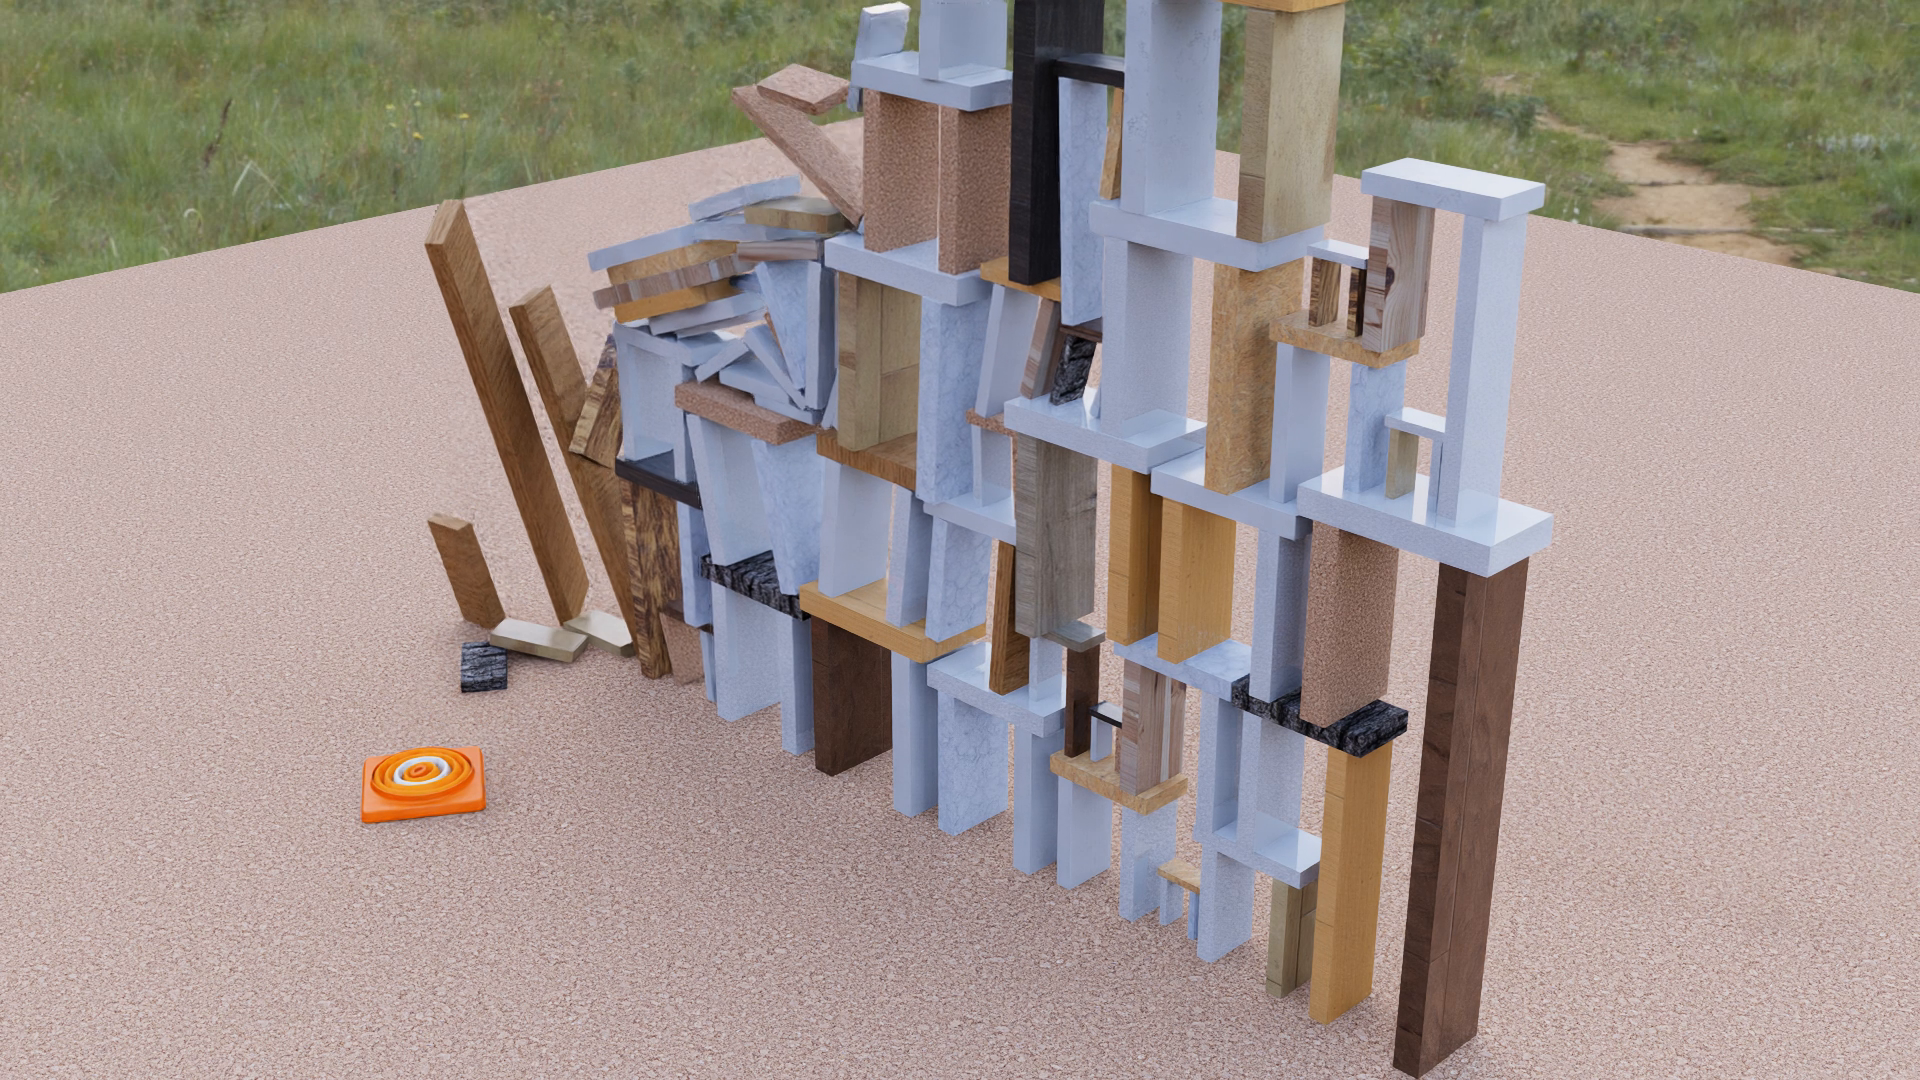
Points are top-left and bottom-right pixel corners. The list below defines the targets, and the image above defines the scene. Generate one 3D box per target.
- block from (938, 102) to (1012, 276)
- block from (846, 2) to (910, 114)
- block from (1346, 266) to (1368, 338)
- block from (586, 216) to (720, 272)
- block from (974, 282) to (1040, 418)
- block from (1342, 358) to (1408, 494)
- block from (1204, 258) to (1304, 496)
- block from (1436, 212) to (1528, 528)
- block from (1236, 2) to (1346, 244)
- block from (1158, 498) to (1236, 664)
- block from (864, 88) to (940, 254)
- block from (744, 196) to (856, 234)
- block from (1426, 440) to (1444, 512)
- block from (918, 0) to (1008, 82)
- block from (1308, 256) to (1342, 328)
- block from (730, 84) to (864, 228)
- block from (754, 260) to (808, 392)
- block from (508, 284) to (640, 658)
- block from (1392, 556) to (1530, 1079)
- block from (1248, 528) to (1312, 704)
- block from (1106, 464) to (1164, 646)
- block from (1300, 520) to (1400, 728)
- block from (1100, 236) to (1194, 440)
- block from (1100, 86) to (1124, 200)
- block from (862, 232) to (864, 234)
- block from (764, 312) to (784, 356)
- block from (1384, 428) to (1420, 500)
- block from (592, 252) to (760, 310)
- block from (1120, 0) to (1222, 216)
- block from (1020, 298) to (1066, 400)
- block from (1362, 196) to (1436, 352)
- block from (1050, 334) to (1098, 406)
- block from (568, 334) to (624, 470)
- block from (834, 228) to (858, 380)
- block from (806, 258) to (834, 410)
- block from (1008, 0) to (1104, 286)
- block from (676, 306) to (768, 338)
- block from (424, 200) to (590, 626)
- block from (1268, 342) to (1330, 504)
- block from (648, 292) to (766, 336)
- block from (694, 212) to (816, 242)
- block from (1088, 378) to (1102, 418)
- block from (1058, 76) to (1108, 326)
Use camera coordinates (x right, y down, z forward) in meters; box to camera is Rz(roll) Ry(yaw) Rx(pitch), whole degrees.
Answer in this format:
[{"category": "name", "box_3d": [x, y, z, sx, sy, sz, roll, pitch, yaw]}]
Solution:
[{"category": "block", "box_3d": [0.031, -0.635, 3.920, 0.042, 0.299, 0.149, 23, 32, 39]}, {"category": "block", "box_3d": [-0.150, -0.882, 4.020, 0.027, 0.192, 0.096, 36, 40, 31]}, {"category": "block", "box_3d": [0.623, -0.373, 3.394, 0.055, 0.111, 0.016, -21, 31, -40]}, {"category": "block", "box_3d": [-0.639, -0.625, 4.642, 0.286, 0.041, 0.143, -7, 12, 40]}, {"category": "block", "box_3d": [0.088, -0.353, 3.983, 0.098, 0.260, 0.028, -21, 41, -41]}, {"category": "block", "box_3d": [0.650, -0.187, 3.444, 0.105, 0.211, 0.030, -21, 31, -40]}, {"category": "block", "box_3d": [0.480, -0.280, 3.587, 0.049, 0.383, 0.173, 21, 31, 40]}, {"category": "block", "box_3d": [0.776, -0.258, 3.271, 0.034, 0.477, 0.118, 21, 31, 41]}, {"category": "block", "box_3d": [0.510, -0.652, 3.393, 0.050, 0.355, 0.178, 21, 31, 40]}, {"category": "block", "box_3d": [0.410, 0.050, 3.794, 0.042, 0.300, 0.150, 21, 31, 41]}, {"category": "block", "box_3d": [-0.108, -0.690, 4.045, 0.149, 0.299, 0.042, -21, 32, -41]}, {"category": "block", "box_3d": [-0.291, -0.634, 4.280, 0.126, 0.036, 0.255, -19, 23, -39]}, {"category": "block", "box_3d": [0.743, -0.105, 3.372, 0.016, 0.115, 0.058, 21, 31, 41]}, {"category": "block", "box_3d": [0.009, -0.980, 3.802, 0.048, 0.342, 0.171, 23, 32, 38]}, {"category": "block", "box_3d": [0.572, -0.394, 3.443, 0.055, 0.111, 0.016, -21, 31, -40]}, {"category": "block", "box_3d": [-0.285, -0.749, 4.249, 0.096, 0.027, 0.405, -21, 59, -41]}, {"category": "block", "box_3d": [-0.308, -0.438, 4.400, 0.131, 0.262, 0.037, -17, -2, -39]}, {"category": "block", "box_3d": [-0.827, -0.144, 4.998, 0.040, 0.879, 0.142, -10, 21, 19]}, {"category": "block", "box_3d": [0.805, 0.440, 3.544, 0.050, 0.922, 0.176, 21, 31, 41]}, {"category": "block", "box_3d": [0.553, 0.106, 3.666, 0.042, 0.303, 0.150, 21, 31, 41]}, {"category": "block", "box_3d": [0.334, 0.004, 3.860, 0.166, 0.332, 0.047, -21, 31, -40]}, {"category": "block", "box_3d": [0.638, 0.113, 3.585, 0.050, 0.353, 0.176, 21, 31, 41]}, {"category": "block", "box_3d": [0.318, -0.360, 3.730, 0.049, 0.346, 0.173, 21, 31, 40]}, {"category": "block", "box_3d": [0.283, -0.661, 3.630, 0.093, 0.185, 0.026, -21, 40, -41]}, {"category": "block", "box_3d": [-0.141, -0.620, 4.122, 0.056, 0.112, 0.016, -21, 57, -41]}, {"category": "block", "box_3d": [-0.336, -0.403, 4.424, 0.068, 0.136, 0.019, -18, -13, -40]}, {"category": "block", "box_3d": [0.689, -0.126, 3.422, 0.058, 0.115, 0.016, -21, 31, -41]}, {"category": "block", "box_3d": [-0.594, -0.546, 4.603, 0.143, 0.041, 0.417, -23, 12, -41]}, {"category": "block", "box_3d": [0.341, -0.717, 3.547, 0.050, 0.355, 0.178, 21, 31, 40]}, {"category": "block", "box_3d": [0.168, -0.350, 3.898, 0.098, 0.195, 0.028, -22, 47, -41]}, {"category": "block", "box_3d": [0.665, -0.413, 3.326, 0.118, 0.237, 0.034, -21, 31, -40]}, {"category": "block", "box_3d": [0.202, -0.307, 3.871, 0.069, 0.139, 0.020, -22, 47, -41]}, {"category": "block", "box_3d": [-0.781, -0.308, 4.919, 0.039, 0.275, 0.138, 16, -6, 23]}, {"category": "block", "box_3d": [-0.218, -0.449, 4.270, 0.056, 0.317, 0.016, -22, 38, -35]}, {"category": "block", "box_3d": [-0.238, -0.414, 4.326, 0.131, 0.298, 0.037, -18, 31, -39]}, {"category": "block", "box_3d": [0.165, -0.769, 3.720, 0.048, 0.661, 0.171, 22, 32, 40]}, {"category": "block", "box_3d": [-0.471, -0.454, 4.551, 0.291, 0.019, 0.068, -6, 13, 44]}, {"category": "block", "box_3d": [-0.986, -0.243, 4.875, 0.039, 1.195, 0.138, 2, 48, 9]}, {"category": "block", "box_3d": [0.549, -0.201, 3.549, 0.030, 0.268, 0.105, 21, 31, 40]}, {"category": "block", "box_3d": [-0.510, -0.482, 4.590, 0.283, 0.040, 0.142, -6, 13, 46]}, {"category": "block", "box_3d": [-0.414, -0.634, 4.453, 0.126, 0.036, 0.253, -17, 18, -37]}, {"category": "block", "box_3d": [0.272, -0.278, 3.806, 0.069, 0.139, 0.020, -22, 53, -41]}, {"category": "block", "box_3d": [0.211, -0.580, 3.744, 0.026, 0.423, 0.093, 19, 29, 41]}]
